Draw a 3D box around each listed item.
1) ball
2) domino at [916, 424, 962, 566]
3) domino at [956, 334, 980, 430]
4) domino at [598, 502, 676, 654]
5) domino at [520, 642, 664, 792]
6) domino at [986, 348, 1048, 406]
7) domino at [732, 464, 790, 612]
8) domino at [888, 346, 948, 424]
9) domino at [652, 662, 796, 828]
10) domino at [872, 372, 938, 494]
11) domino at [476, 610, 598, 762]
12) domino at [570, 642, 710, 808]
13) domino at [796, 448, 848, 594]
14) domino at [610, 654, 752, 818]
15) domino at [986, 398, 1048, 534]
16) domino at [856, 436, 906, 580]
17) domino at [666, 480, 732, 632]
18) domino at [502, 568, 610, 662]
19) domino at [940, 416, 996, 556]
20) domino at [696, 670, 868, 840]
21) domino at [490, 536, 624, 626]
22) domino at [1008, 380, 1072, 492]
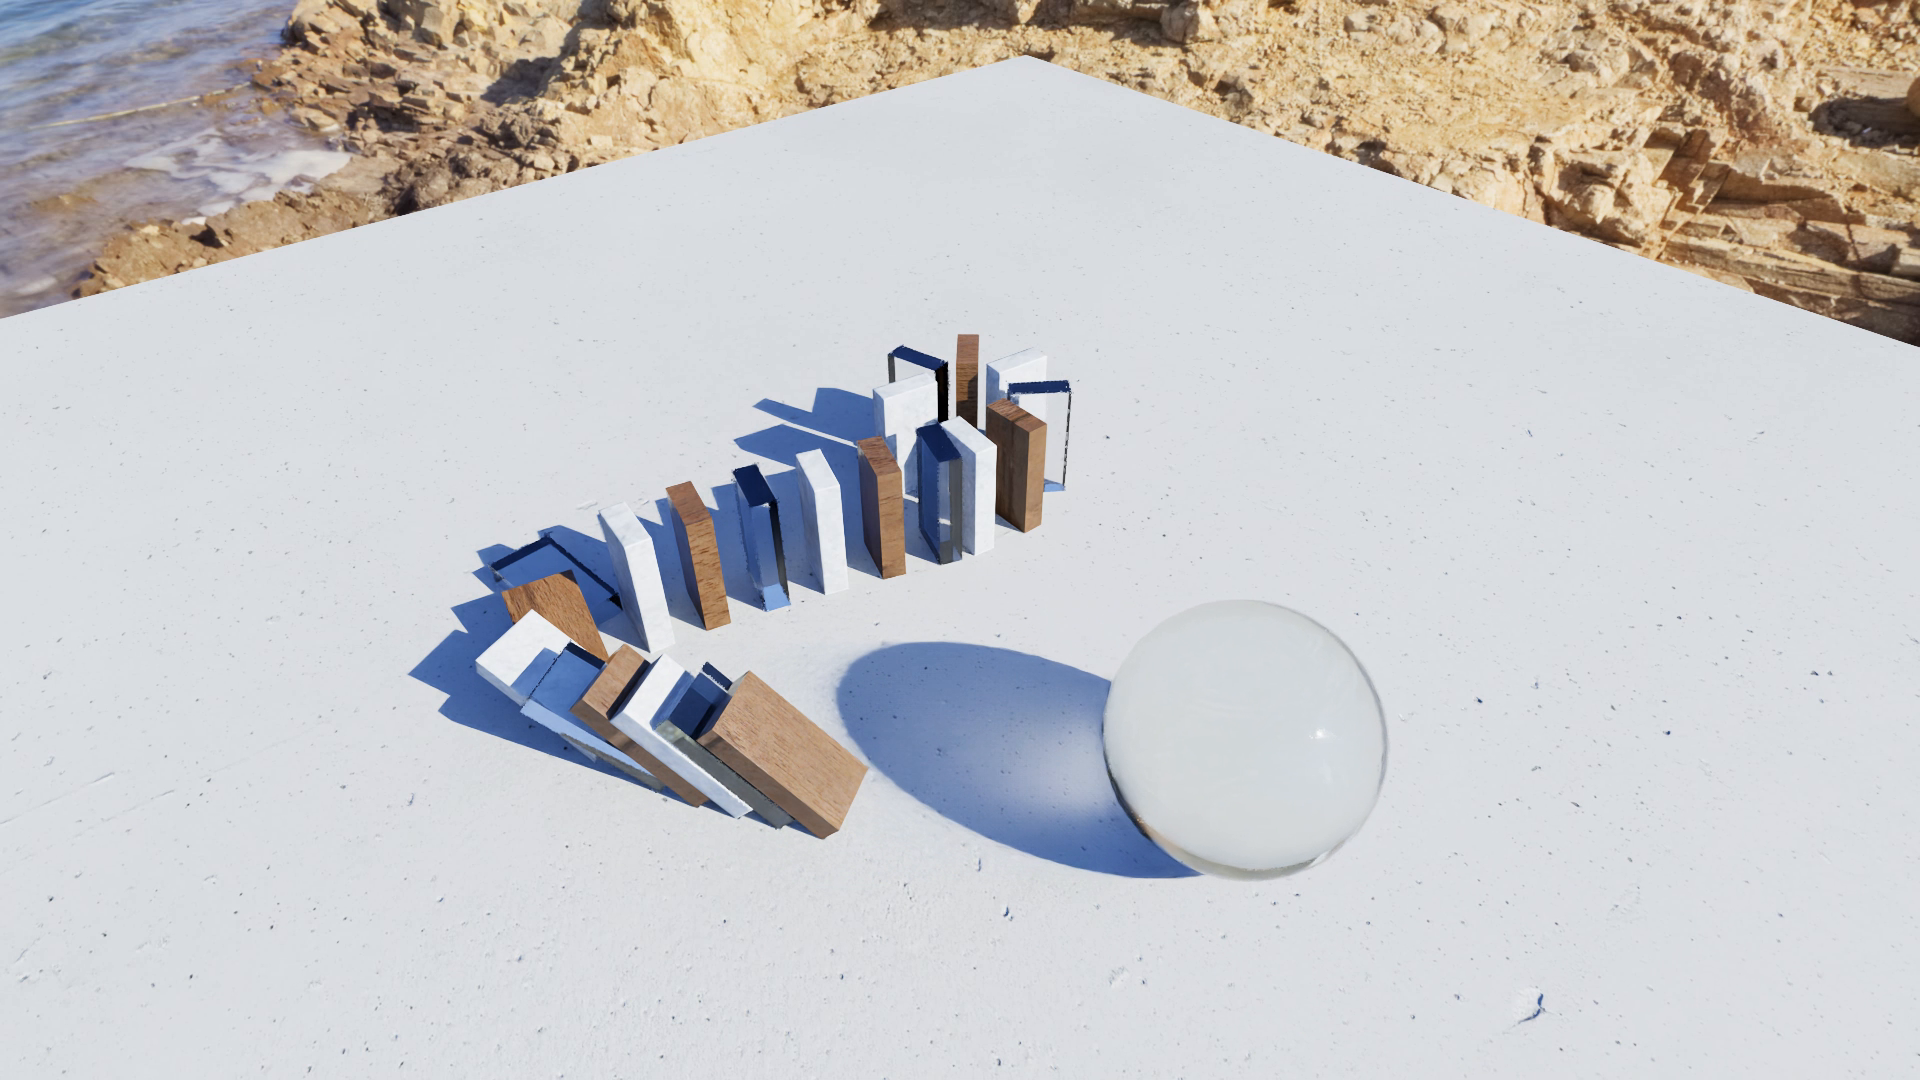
[{"bbox_3d":[0.081,0.057,0.318,0.080,0.080,0.080,0,39,0],"label":"ball"},{"bbox_3d":[-0.008,-0.018,0.433,0.010,0.050,0.025,-14,41,-16],"label":"domino"},{"bbox_3d":[0.003,-0.063,0.488,0.009,0.050,0.025,1,39,1],"label":"domino"},{"bbox_3d":[-0.116,0.014,0.395,0.010,0.050,0.025,-23,45,-26],"label":"domino"},{"bbox_3d":[-0.111,0.057,0.354,0.050,0.009,0.025,33,42,-10],"label":"domino"},{"bbox_3d":[0.024,-0.057,0.481,0.025,0.050,0.009,-24,45,-26],"label":"domino"},{"bbox_3d":[-0.074,0.000,0.412,0.010,0.050,0.025,-16,42,-19],"label":"domino"},{"bbox_3d":[-0.018,-0.058,0.482,0.025,0.050,0.009,24,45,26],"label":"domino"},{"bbox_3d":[-0.067,0.064,0.341,0.050,0.009,0.025,43,40,-15],"label":"domino"},{"bbox_3d":[-0.023,-0.044,0.465,0.025,0.050,0.009,-22,44,-24],"label":"domino"},{"bbox_3d":[-0.132,0.048,0.367,0.050,0.010,0.025,36,53,4],"label":"domino"},{"bbox_3d":[-0.095,0.059,0.348,0.050,0.009,0.025,43,40,-15],"label":"domino"},{"bbox_3d":[-0.052,-0.007,0.419,0.010,0.050,0.025,-15,42,-17],"label":"domino"},{"bbox_3d":[-0.081,0.061,0.344,0.050,0.009,0.025,42,40,-15],"label":"domino"},{"bbox_3d":[0.022,-0.030,0.448,0.009,0.050,0.025,-28,47,-30],"label":"domino"},{"bbox_3d":[-0.030,-0.012,0.426,0.009,0.050,0.025,-14,41,-16],"label":"domino"},{"bbox_3d":[-0.096,0.006,0.404,0.009,0.050,0.025,-18,43,-21],"label":"domino"},{"bbox_3d":[-0.141,0.036,0.389,0.025,0.010,0.050,-20,60,-23],"label":"domino"},{"bbox_3d":[0.003,-0.021,0.437,0.010,0.050,0.025,-23,45,-26],"label":"domino"},{"bbox_3d":[-0.054,0.066,0.338,0.050,0.009,0.025,43,40,-15],"label":"domino"},{"bbox_3d":[-0.155,0.018,0.421,0.050,0.010,0.025,31,48,32],"label":"domino"},{"bbox_3d":[0.032,-0.043,0.464,0.025,0.050,0.009,-4,39,-4],"label":"domino"}]
